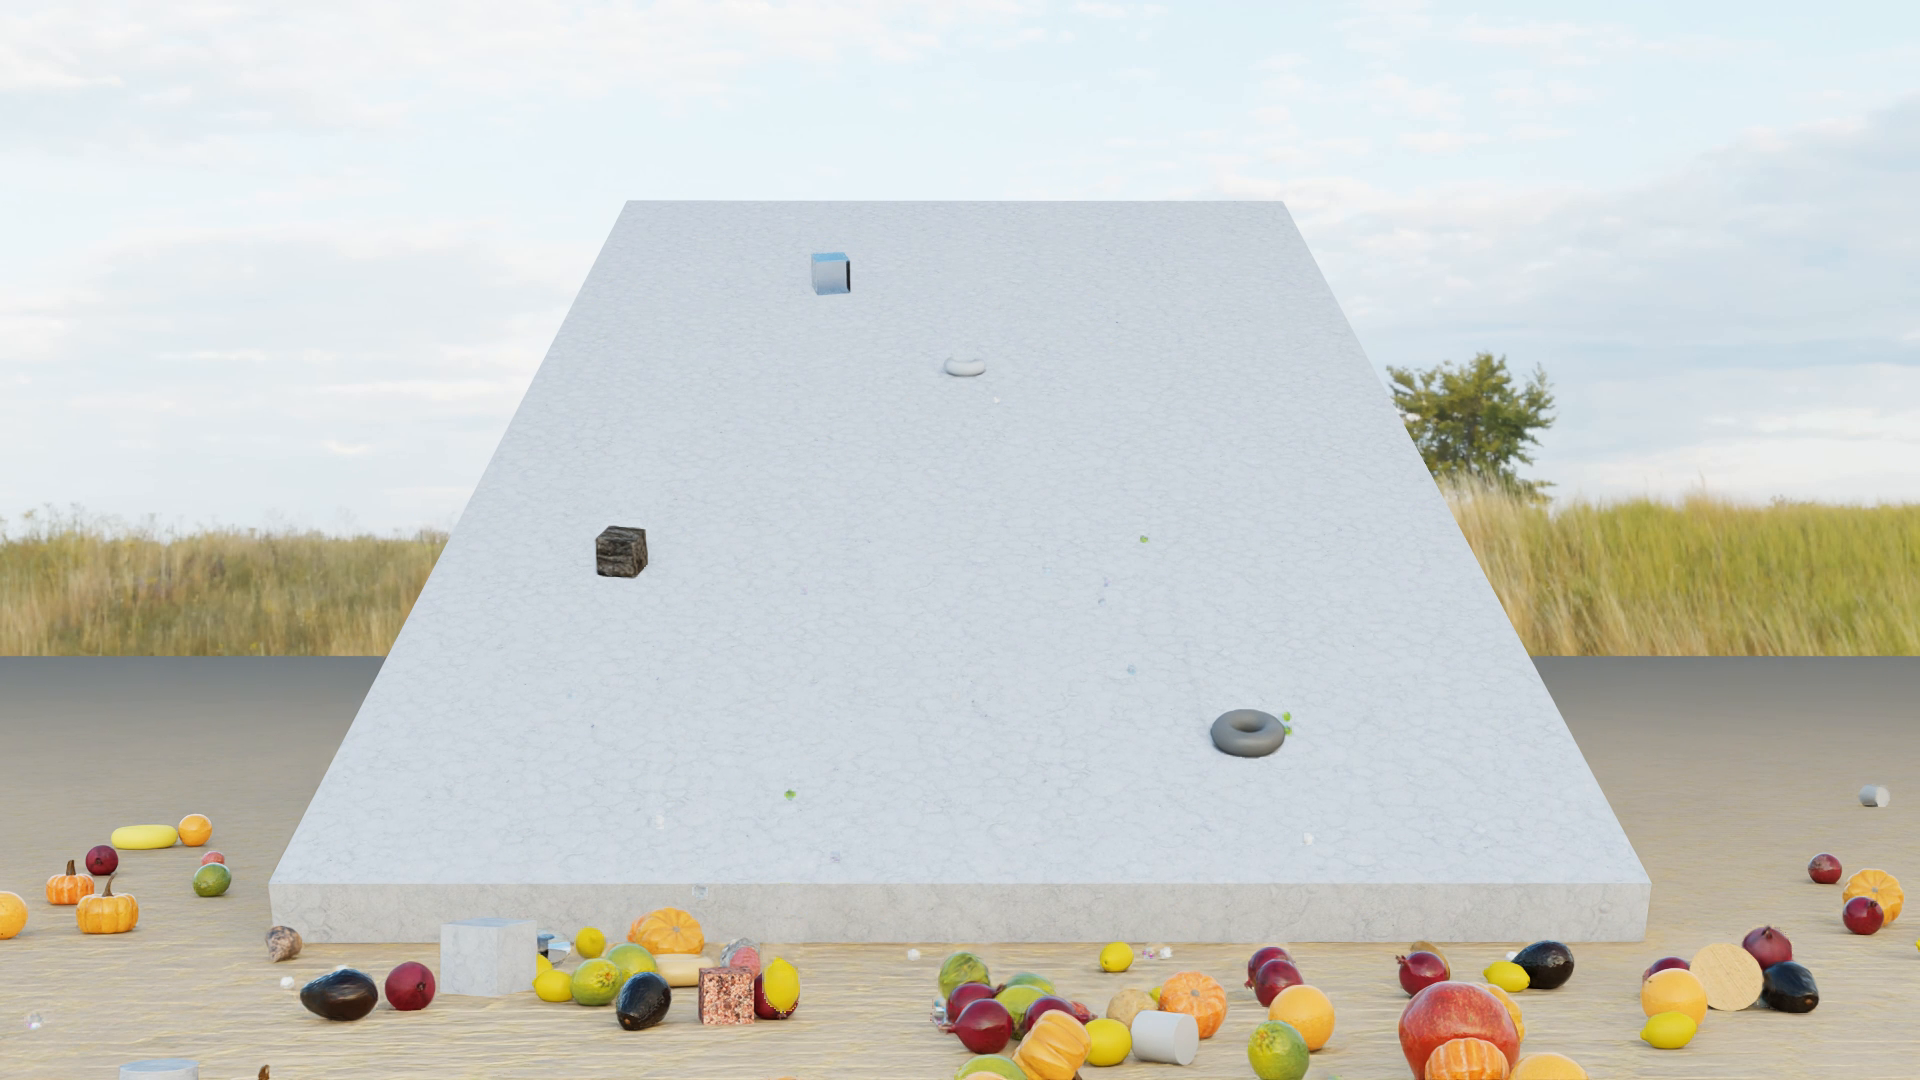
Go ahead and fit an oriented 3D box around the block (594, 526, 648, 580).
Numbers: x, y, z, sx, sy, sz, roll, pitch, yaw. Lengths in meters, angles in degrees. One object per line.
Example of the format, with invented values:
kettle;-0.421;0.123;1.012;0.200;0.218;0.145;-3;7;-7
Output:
block;-0.642;0.023;4.372;0.074;0.074;0.074;5;23;12

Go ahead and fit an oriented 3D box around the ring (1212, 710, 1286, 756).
ring;0.466;0.312;3.726;0.120;0.040;0.120;-1;24;0

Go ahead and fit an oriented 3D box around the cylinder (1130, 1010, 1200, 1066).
cylinder;0.212;0.516;2.392;0.052;0.052;0.052;-2;-3;36

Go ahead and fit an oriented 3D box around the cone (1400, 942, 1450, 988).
cone;0.579;0.554;2.930;0.062;0.062;0.062;-31;16;-34

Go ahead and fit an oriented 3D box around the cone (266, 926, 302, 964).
cone;-0.938;0.568;3.171;0.052;0.052;0.052;0;24;1

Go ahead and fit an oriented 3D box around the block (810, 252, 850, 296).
block;-0.343;-0.707;6.116;0.089;0.089;0.089;-5;23;-13

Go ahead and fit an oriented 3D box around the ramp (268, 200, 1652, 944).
ramp;-0.007;-0.223;5.197;2.000;0.100;4.000;0;23;0

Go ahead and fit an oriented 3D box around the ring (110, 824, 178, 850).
ring;-1.765;0.643;4.987;0.137;0.046;0.137;-1;-2;0

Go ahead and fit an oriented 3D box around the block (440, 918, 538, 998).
block;-0.592;0.524;2.898;0.085;0.085;0.085;-1;-3;24

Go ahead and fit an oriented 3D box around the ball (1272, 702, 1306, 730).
ball;0.541;0.295;3.799;0.058;0.058;0.058;0;-3;0

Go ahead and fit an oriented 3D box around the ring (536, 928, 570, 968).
ring;-0.597;0.556;3.136;0.134;0.045;0.134;1;-4;0

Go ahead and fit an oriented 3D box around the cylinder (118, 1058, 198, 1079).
cylinder;-0.698;0.491;2.007;0.066;0.066;0.066;0;-3;0

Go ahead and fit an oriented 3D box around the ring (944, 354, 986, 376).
ring;0.011;-0.416;5.488;0.100;0.033;0.100;1;22;0

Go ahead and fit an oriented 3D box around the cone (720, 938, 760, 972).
cone;-0.284;0.561;3.051;0.054;0.054;0.054;0;-29;10

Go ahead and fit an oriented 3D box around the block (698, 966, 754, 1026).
block;-0.270;0.526;2.662;0.057;0.057;0.057;1;-3;-13

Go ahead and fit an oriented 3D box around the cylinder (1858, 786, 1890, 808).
cylinder;2.495;0.700;6.288;0.056;0.056;0.056;1;-3;-26
